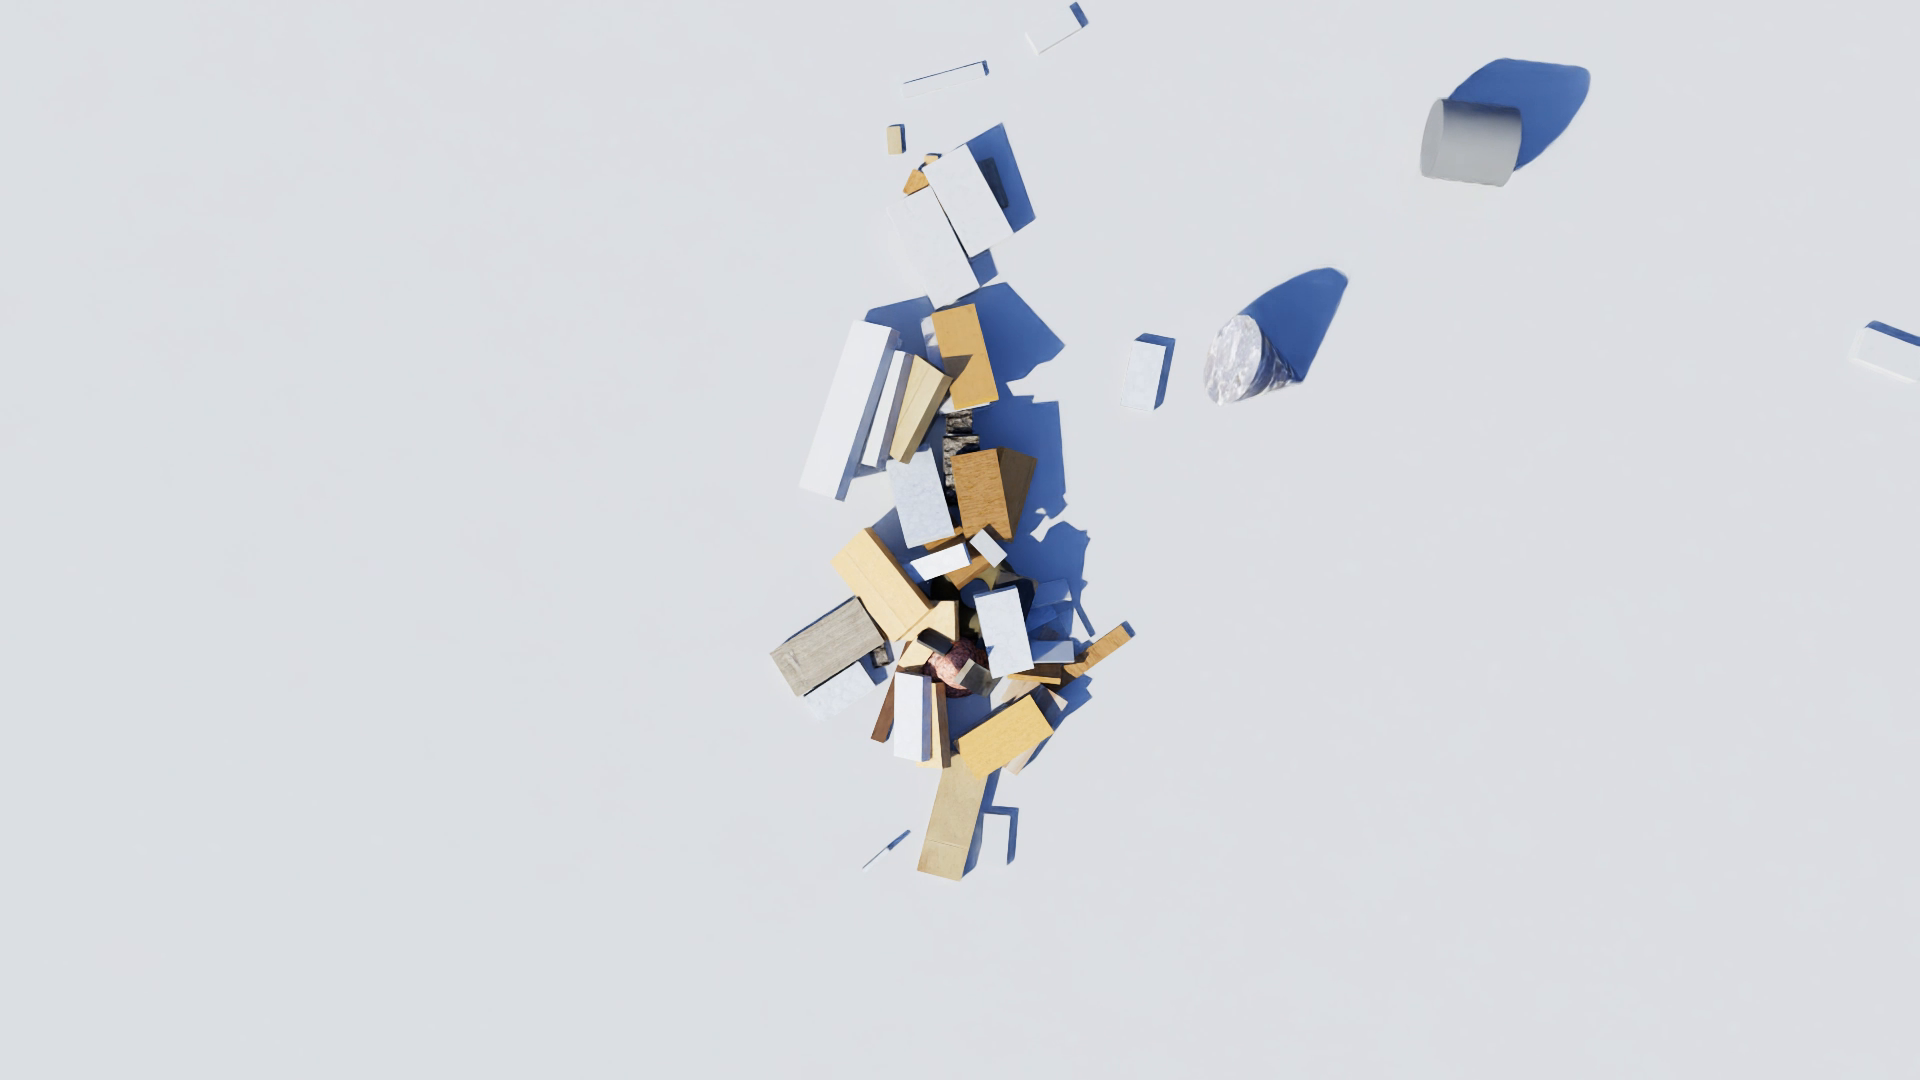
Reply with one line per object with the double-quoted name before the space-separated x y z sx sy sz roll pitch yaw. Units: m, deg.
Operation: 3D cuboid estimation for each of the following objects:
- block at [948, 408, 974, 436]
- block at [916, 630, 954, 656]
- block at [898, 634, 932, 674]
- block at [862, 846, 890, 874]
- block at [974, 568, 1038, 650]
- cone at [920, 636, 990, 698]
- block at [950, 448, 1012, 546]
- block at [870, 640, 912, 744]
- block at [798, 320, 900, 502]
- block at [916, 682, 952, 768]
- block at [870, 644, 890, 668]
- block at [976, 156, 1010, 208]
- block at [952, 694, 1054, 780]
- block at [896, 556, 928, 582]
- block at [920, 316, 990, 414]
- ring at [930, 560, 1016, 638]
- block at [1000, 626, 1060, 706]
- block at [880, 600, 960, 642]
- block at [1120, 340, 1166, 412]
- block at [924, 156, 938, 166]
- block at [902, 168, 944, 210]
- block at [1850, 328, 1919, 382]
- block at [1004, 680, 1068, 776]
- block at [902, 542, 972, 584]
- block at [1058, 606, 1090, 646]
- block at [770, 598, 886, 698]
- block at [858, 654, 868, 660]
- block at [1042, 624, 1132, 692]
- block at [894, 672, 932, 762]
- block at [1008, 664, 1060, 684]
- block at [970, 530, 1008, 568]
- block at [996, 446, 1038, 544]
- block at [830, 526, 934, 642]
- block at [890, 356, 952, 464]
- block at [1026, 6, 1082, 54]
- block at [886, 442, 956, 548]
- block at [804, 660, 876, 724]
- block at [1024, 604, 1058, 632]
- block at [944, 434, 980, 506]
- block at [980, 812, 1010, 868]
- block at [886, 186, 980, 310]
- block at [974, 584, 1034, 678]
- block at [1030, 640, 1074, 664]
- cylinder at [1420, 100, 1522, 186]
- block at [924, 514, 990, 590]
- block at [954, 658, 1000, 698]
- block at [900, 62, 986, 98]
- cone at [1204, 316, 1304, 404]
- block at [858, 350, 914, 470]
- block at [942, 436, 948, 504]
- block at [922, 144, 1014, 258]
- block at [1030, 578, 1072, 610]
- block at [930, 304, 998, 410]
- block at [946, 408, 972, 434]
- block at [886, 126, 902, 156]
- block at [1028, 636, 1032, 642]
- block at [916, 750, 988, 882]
"block" 0.006 -0.345 5.463 0.087 0.025 0.174 -4 102 1
"block" -0.082 0.335 5.363 0.110 0.016 0.055 28 49 17
"block" -0.141 0.377 5.433 0.073 0.021 0.147 33 128 -1
"block" -0.277 1.059 5.473 0.110 0.055 0.016 -41 90 0
"block" 0.151 0.241 5.385 0.133 0.038 0.266 16 101 -12
"cone" -0.016 0.407 5.379 0.242 0.242 0.242 0 90 0
"block" 0.068 -0.140 5.352 0.147 0.042 0.293 -11 94 -8
"block" -0.207 0.481 5.493 0.048 0.014 0.400 20 90 0
"block" -0.365 -0.428 5.427 0.173 0.049 0.585 18 90 38
"block" -0.098 0.608 5.433 0.040 0.139 0.279 -5 90 -39
"block" -0.275 0.369 5.492 0.055 0.016 0.110 -15 90 0
"block" 0.098 -1.180 5.488 0.084 0.024 0.167 -19 90 0
"block" 0.144 0.648 5.425 0.299 0.042 0.149 -33 90 4
"block" -0.158 0.097 5.492 0.117 0.017 0.058 14 90 0
"block" -0.018 -0.588 5.430 0.165 0.047 0.330 -12 73 0
"ring" 0.051 0.177 5.451 0.300 0.100 0.300 0 90 1
"block" 0.235 0.423 5.492 0.059 0.017 0.290 31 90 0
"block" -0.134 0.263 5.427 0.266 0.038 0.133 1 95 22
"block" 0.608 -0.544 5.485 0.109 0.031 0.219 11 90 0
"block" -0.099 -1.234 5.494 0.045 0.013 0.091 3 90 0
"block" -0.098 -1.158 5.479 0.167 0.024 0.084 26 96 -3
"block" 3.093 -0.615 5.485 0.219 0.031 0.109 21 90 0
"block" 0.211 0.615 5.462 0.149 0.042 0.299 34 94 2
"block" -0.149 0.106 5.399 0.409 0.021 0.073 -20 89 26
"block" 0.380 0.289 5.492 0.059 0.017 0.119 -28 90 0
"block" -0.436 0.354 5.452 0.347 0.049 0.173 -32 88 5
"block" -0.386 0.375 5.490 0.147 0.021 0.073 -10 90 0
"block" 0.411 0.406 5.492 0.347 0.017 0.058 -36 90 0
"block" -0.156 0.580 5.426 0.040 0.140 0.279 -2 95 -42
"block" 0.245 0.428 5.442 0.174 0.087 0.025 6 129 0
"block" 0.092 0.026 5.333 0.059 0.017 0.117 -44 98 -4
"block" 0.149 -0.149 5.439 0.147 0.042 0.293 17 90 -38
"block" -0.257 0.146 5.414 0.173 0.049 0.346 -43 79 22
"block" -0.157 -0.426 5.391 0.160 0.045 0.320 39 107 41
"block" 0.310 -1.695 5.488 0.167 0.024 0.084 -31 90 0
"block" -0.135 -0.147 5.415 0.160 0.045 0.320 -16 71 2
"block" -0.398 0.502 5.474 0.219 0.031 0.109 -33 102 0
"block" 0.245 0.256 5.490 0.143 0.020 0.072 -27 90 0
"block" 0.010 -0.228 5.401 0.116 0.033 0.231 -3 107 0
"block" 0.117 0.999 5.488 0.087 0.025 0.174 5 90 0
"block" -0.089 -0.966 5.459 0.165 0.047 0.369 -26 95 0
"block" 0.143 0.298 5.357 0.140 0.040 0.279 -14 105 -5
"block" 0.303 0.371 5.458 0.143 0.020 0.072 0 68 -7
"cylinder" 1.662 -1.293 5.375 0.251 0.251 0.251 7 90 0
"block" -0.029 0.024 5.418 0.133 0.038 0.266 -37 63 -3
"block" 0.058 0.454 5.395 0.025 0.227 0.087 36 90 29
"block" -0.058 -1.530 5.494 0.282 0.013 0.045 -16 90 0
"cone" 1.016 -0.557 5.433 0.299 0.299 0.299 12 90 -27
"block" -0.270 -0.436 5.430 0.160 0.045 0.384 14 90 41
"block" 0.002 -0.228 5.435 0.116 0.033 0.231 -1 107 0
"block" 0.026 -1.118 5.449 0.165 0.047 0.330 -29 96 3
"block" 0.292 0.180 5.474 0.143 0.020 0.072 -13 62 0
"block" 0.015 -0.599 5.385 0.147 0.042 0.333 -14 73 -1
"block" -0.003 -0.435 5.422 0.087 0.025 0.174 -1 73 2
"block" -0.219 -1.330 5.494 0.045 0.013 0.091 -5 90 0
"block" 0.189 0.329 5.476 0.096 0.048 0.014 0 87 0
"block" -0.020 0.916 5.479 0.149 0.042 0.408 15 90 0
